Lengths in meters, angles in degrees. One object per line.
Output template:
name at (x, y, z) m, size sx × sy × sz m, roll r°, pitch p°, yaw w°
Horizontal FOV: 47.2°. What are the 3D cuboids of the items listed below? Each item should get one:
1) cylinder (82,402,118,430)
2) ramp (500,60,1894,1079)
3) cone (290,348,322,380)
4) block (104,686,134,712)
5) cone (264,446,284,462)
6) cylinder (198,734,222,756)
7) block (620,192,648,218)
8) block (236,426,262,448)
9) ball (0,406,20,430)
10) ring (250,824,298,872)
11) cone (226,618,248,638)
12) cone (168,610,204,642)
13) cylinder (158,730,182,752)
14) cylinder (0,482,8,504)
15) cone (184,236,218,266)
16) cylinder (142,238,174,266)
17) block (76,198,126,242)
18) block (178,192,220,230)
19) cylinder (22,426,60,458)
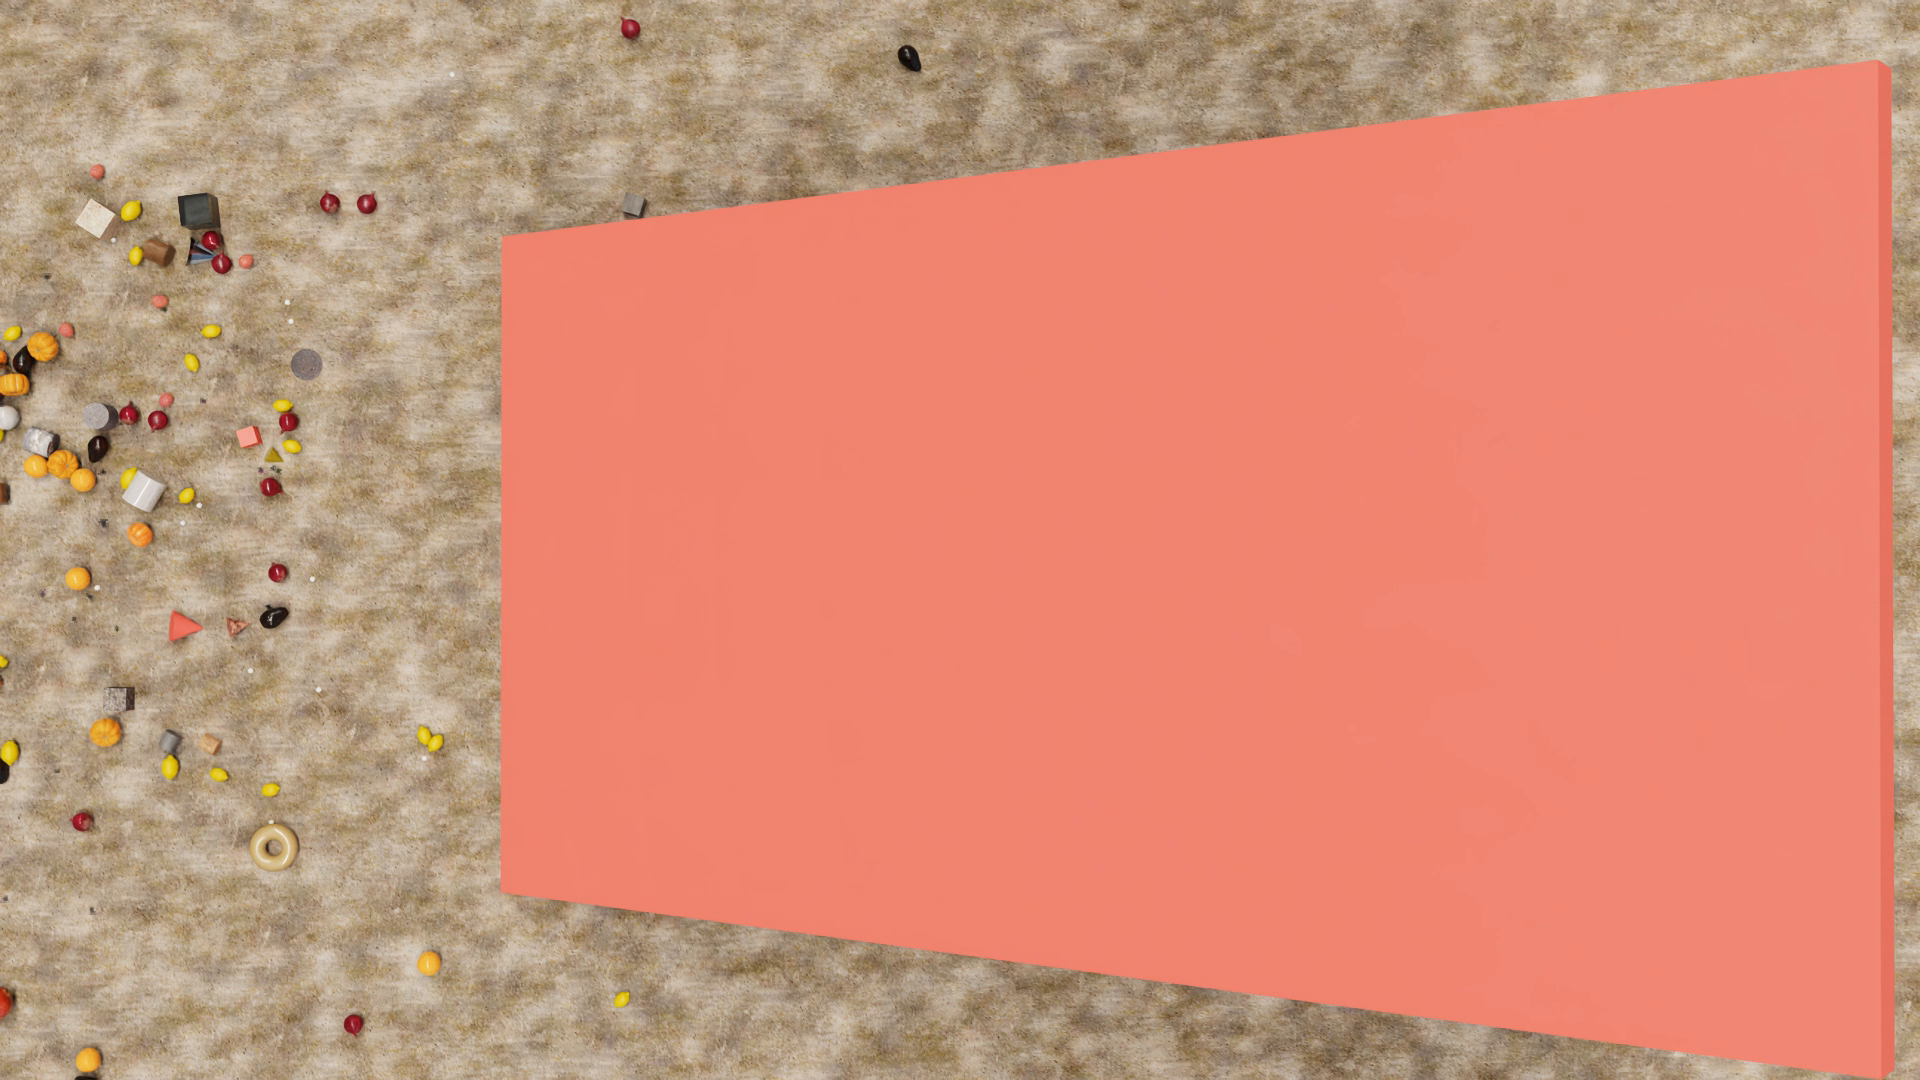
cylinder at (-2.638, -0.379, 6.752) m, size 0.081 × 0.081 × 0.081 m, roll 0°, pitch 90°, yaw 0°
ramp at (0.233, 0.065, 5.552) m, size 4.000 × 0.100 × 2.000 m, roll 0°, pitch 89°, yaw 37°
cone at (-2.018, -0.542, 6.744) m, size 0.099 × 0.099 × 0.099 m, roll 0°, pitch 90°, yaw 0°
block at (-2.582, 0.488, 6.752) m, size 0.069 × 0.069 × 0.069 m, roll 1°, pitch 90°, yaw 0°
cone at (-2.107, -0.253, 6.779) m, size 0.057 × 0.057 × 0.057 m, roll 30°, pitch 90°, yaw -26°
cylinder at (-2.304, 0.628, 6.760) m, size 0.050 × 0.050 × 0.050 m, roll 28°, pitch 90°, yaw 0°
block at (-1.003, -1.030, 6.768) m, size 0.059 × 0.059 × 0.059 m, roll 17°, pitch 90°, yaw 0°
block at (-2.186, -0.317, 6.766) m, size 0.052 × 0.052 × 0.052 m, roll -18°, pitch 90°, yaw 0°
ball at (-2.930, -0.376, 6.755) m, size 0.075 × 0.075 × 0.075 m, roll 0°, pitch 90°, yaw 0°
ring at (-2.109, 0.945, 6.759) m, size 0.148 × 0.049 × 0.148 m, roll 0°, pitch 90°, yaw -1°
cone at (-2.220, 0.263, 6.774) m, size 0.063 × 0.063 × 0.063 m, roll -12°, pitch 90°, yaw -27°
cone at (-2.375, 0.269, 6.766) m, size 0.098 × 0.098 × 0.098 m, roll 7°, pitch 90°, yaw -27°
cylinder at (-2.427, 0.618, 6.760) m, size 0.051 × 0.051 × 0.051 m, roll 29°, pitch 89°, yaw 0°
cylinder at (-2.963, -0.143, 6.761) m, size 0.060 × 0.060 × 0.060 m, roll -11°, pitch 81°, yaw 0°
cone at (-2.331, -0.880, 6.775) m, size 0.095 × 0.095 × 0.095 m, roll 10°, pitch 90°, yaw -26°
cylinder at (-2.464, -0.883, 6.762) m, size 0.067 × 0.067 × 0.067 m, roll 21°, pitch 90°, yaw 0°
block at (-2.639, -0.981, 6.753) m, size 0.088 × 0.088 × 0.088 m, roll 33°, pitch 90°, yaw 0°
block at (-2.336, -1.008, 6.751) m, size 0.092 × 0.092 × 0.092 m, roll -7°, pitch 90°, yaw 0°
cylinder at (-2.821, -0.300, 6.753) m, size 0.079 × 0.079 × 0.079 m, roll 18°, pitch 90°, yaw 0°
